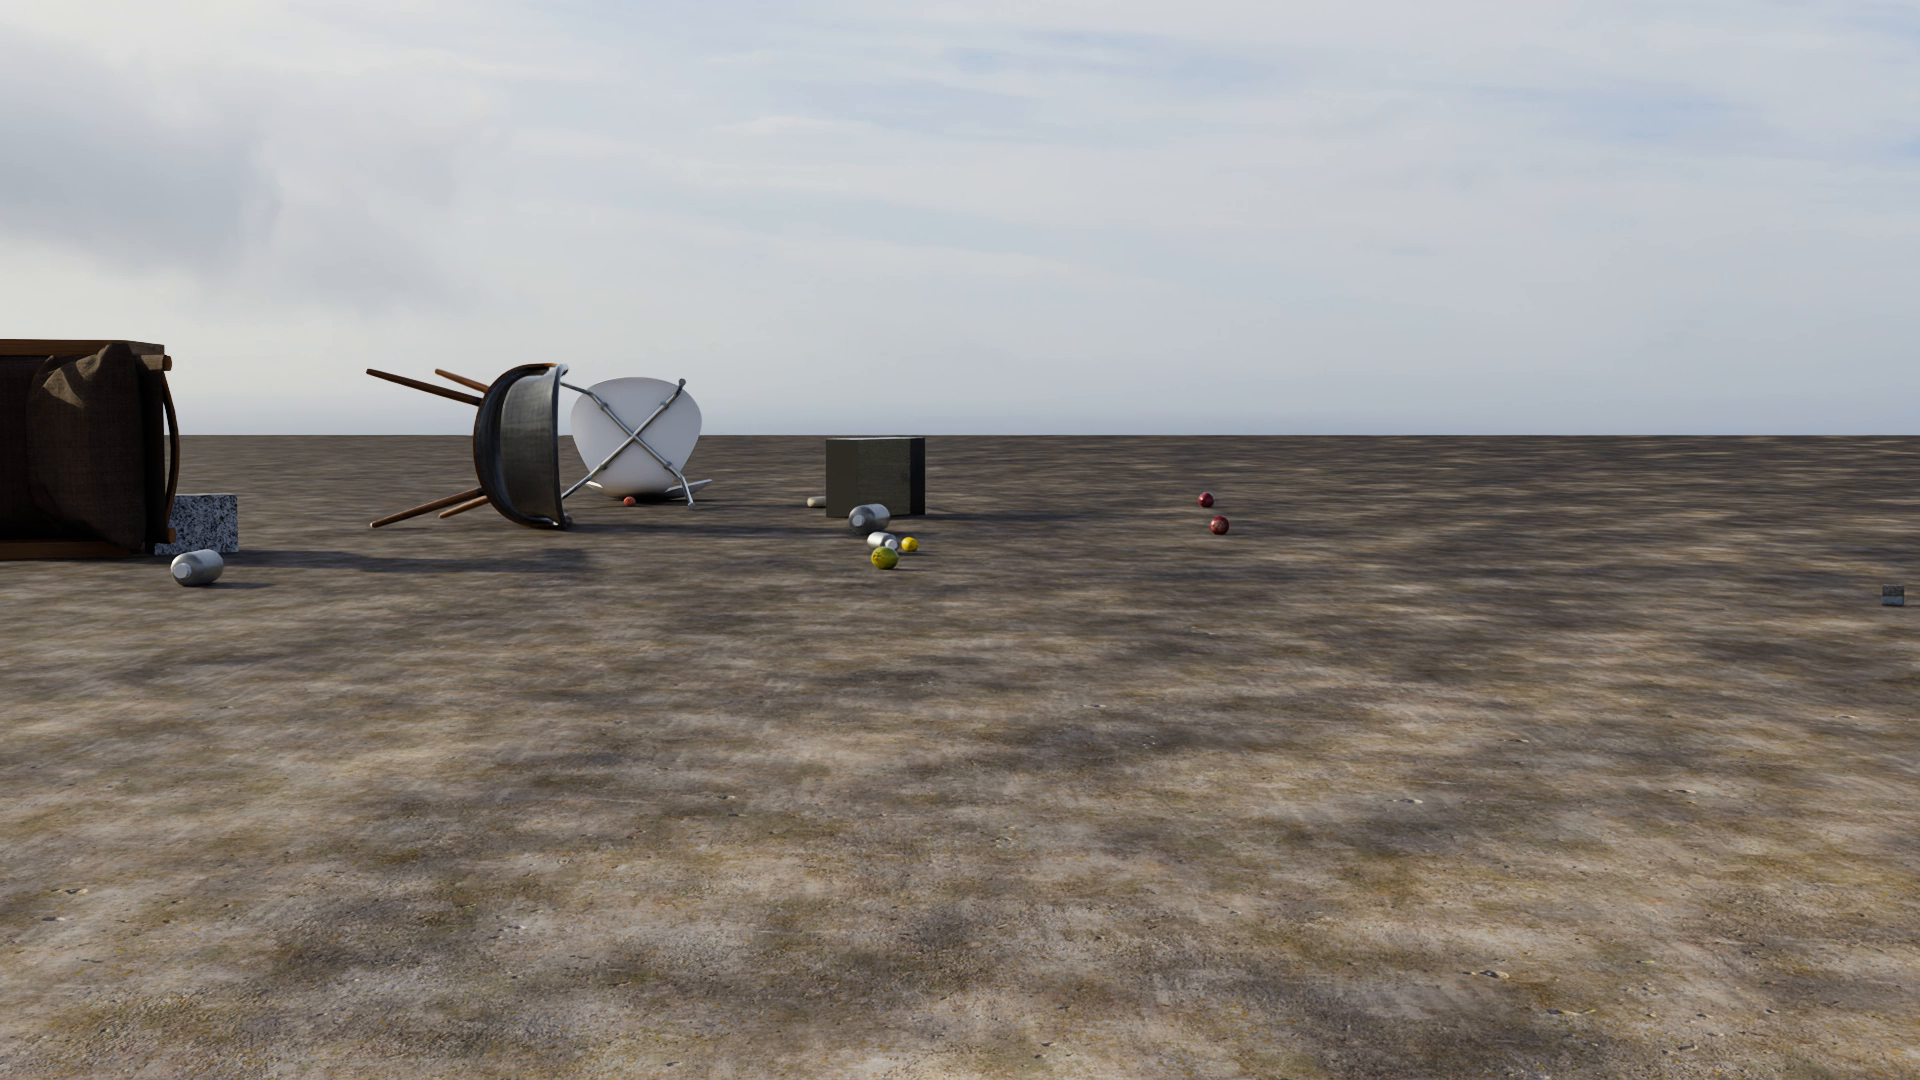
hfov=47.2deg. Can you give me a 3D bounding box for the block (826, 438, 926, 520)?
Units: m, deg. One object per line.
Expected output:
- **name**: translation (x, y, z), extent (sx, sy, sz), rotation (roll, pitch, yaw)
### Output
- **block**: translation (-0.296, -0.222, 7.772), extent (0.150, 0.275, 0.357), rotation (3, 5, 39)

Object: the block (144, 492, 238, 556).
- **block**: translation (-2.116, -0.046, 6.052), extent (0.221, 0.158, 0.117), rotation (-3, 5, -33)

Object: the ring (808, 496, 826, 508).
- **ring**: translation (-0.538, -0.145, 8.368), extent (0.085, 0.040, 0.166), rotation (-1, 3, 3)

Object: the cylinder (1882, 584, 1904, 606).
- **cylinder**: translation (1.938, 0.114, 4.568), extent (0.040, 0.043, 0.044), rotation (1, -1, 20)
